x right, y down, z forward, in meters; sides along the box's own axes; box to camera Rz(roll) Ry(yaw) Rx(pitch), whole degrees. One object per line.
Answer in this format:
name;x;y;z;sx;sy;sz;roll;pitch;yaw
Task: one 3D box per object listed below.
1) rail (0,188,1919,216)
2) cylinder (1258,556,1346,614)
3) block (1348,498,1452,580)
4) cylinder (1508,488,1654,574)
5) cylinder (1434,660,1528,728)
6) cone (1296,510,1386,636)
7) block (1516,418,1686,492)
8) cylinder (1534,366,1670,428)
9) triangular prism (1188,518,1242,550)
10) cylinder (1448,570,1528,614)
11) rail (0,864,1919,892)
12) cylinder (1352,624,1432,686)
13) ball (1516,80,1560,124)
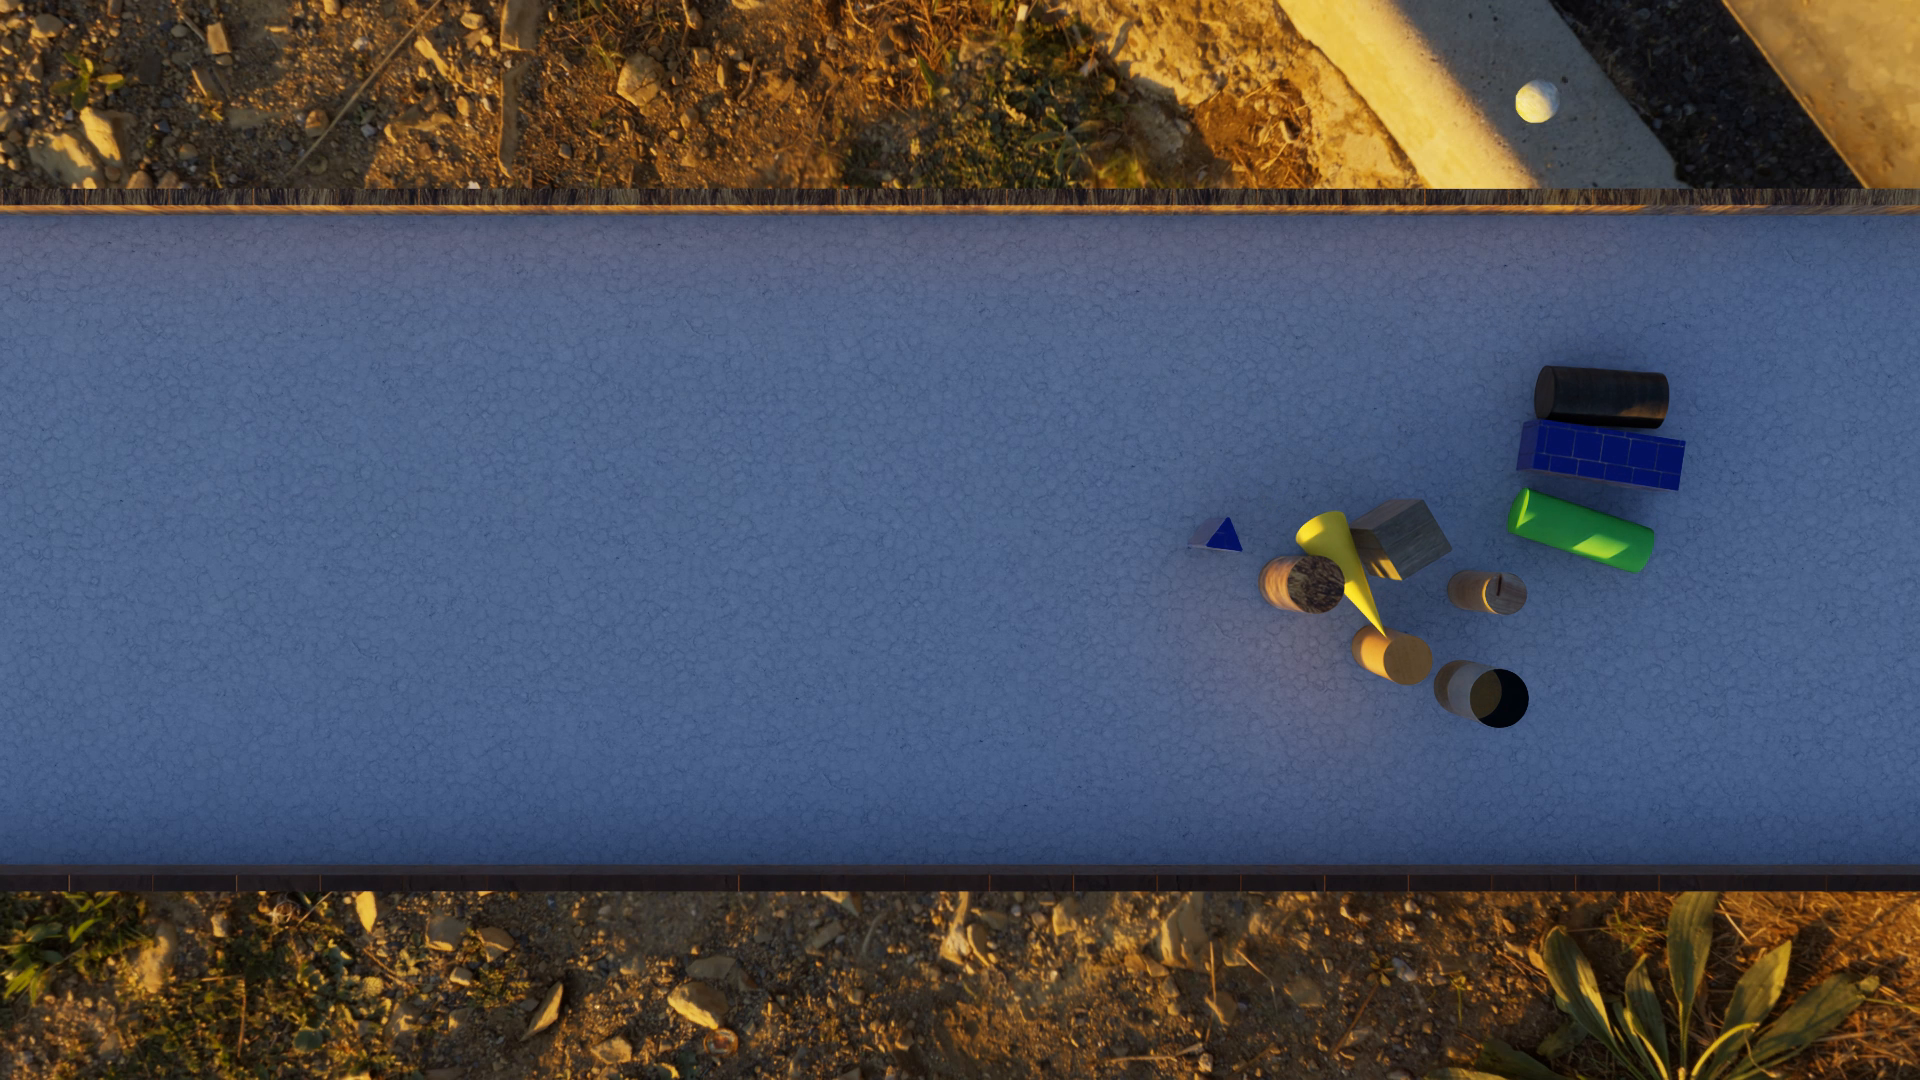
rail;-2.247;-1.025;5.002;12.000;0.150;0.050;0;90;0
cylinder;1.001;0.129;4.862;0.165;0.427;0.165;0;89;-1
block;1.295;-0.004;4.900;0.171;0.350;0.171;-31;91;0
cylinder;1.881;-0.029;5.004;0.397;0.146;0.146;18;90;0
cylinder;1.543;0.453;4.897;0.170;0.359;0.170;0;90;0
cone;1.166;0.124;4.898;0.165;0.165;0.413;-24;58;0
block;1.940;-0.254;5.001;0.440;0.150;0.150;9;90;0
cylinder;1.939;-0.432;4.991;0.343;0.170;0.170;4;90;0
triangular prism;0.756;-0.021;4.878;0.103;0.396;0.089;8;90;0
cylinder;1.560;0.154;4.893;0.121;0.366;0.121;0;90;0
rail;-2.247;1.025;5.001;12.000;0.150;0.050;0;90;0
cylinder;1.279;0.337;4.899;0.144;0.348;0.144;0;92;-1
ball;3.655;-2.775;10.432;0.270;0.270;0.270;0;90;0
